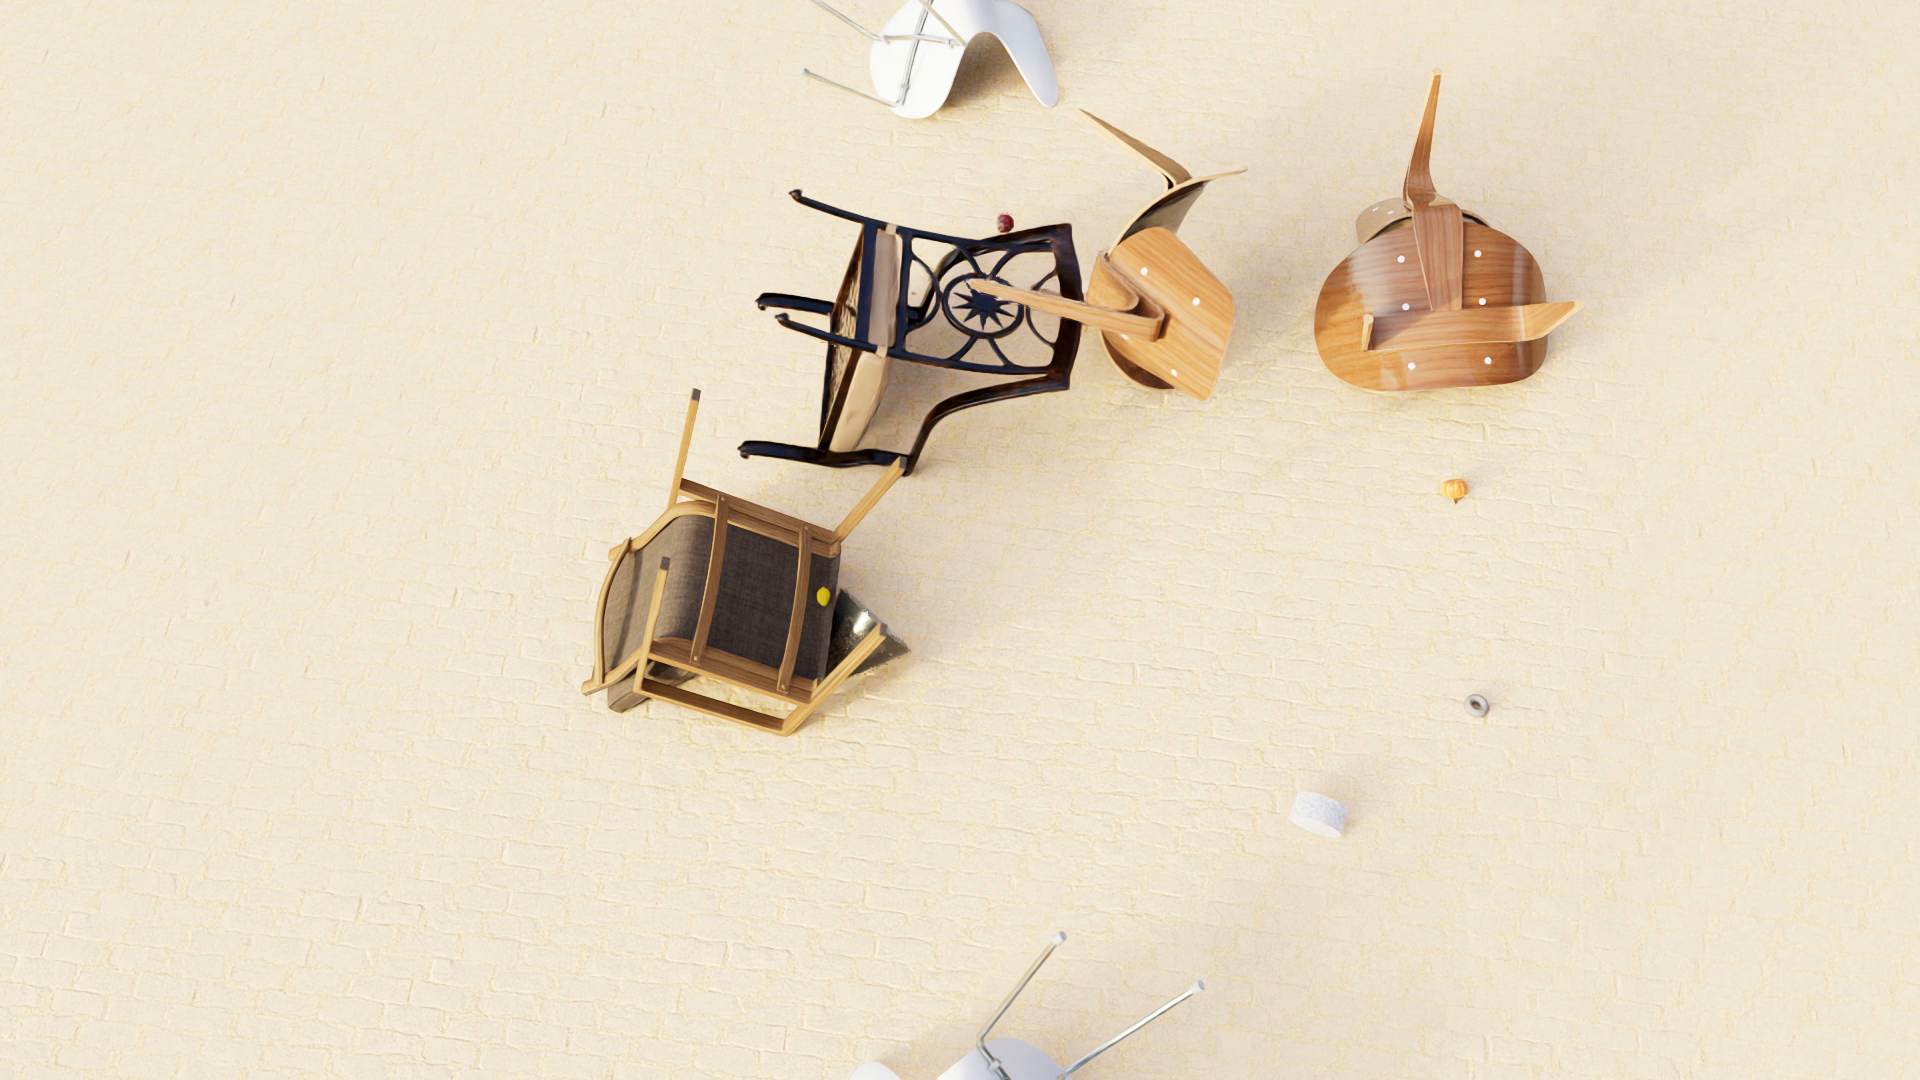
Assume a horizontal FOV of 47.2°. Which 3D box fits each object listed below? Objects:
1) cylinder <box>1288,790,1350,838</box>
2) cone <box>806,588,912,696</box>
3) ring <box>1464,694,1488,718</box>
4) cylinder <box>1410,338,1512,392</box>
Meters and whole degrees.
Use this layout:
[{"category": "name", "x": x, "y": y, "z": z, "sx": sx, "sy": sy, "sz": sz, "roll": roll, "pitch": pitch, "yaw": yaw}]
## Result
[{"category": "cylinder", "x": 0.984, "y": 0.752, "z": 6.026, "sx": 0.146, "sy": 0.073, "sz": 0.080, "roll": 24, "pitch": 75, "yaw": 23}, {"category": "cone", "x": -0.339, "y": 0.337, "z": 6.273, "sx": 0.271, "sy": 0.273, "sz": 0.297, "roll": 43, "pitch": 91, "yaw": 6}, {"category": "ring", "x": 1.465, "y": 0.470, "z": 6.239, "sx": 0.066, "sy": 0.033, "sz": 0.072, "roll": -28, "pitch": 62, "yaw": -15}, {"category": "cylinder", "x": 1.564, "y": -0.544, "z": 6.861, "sx": 0.279, "sy": 0.129, "sz": 0.145, "roll": -8, "pitch": 44, "yaw": -5}]
